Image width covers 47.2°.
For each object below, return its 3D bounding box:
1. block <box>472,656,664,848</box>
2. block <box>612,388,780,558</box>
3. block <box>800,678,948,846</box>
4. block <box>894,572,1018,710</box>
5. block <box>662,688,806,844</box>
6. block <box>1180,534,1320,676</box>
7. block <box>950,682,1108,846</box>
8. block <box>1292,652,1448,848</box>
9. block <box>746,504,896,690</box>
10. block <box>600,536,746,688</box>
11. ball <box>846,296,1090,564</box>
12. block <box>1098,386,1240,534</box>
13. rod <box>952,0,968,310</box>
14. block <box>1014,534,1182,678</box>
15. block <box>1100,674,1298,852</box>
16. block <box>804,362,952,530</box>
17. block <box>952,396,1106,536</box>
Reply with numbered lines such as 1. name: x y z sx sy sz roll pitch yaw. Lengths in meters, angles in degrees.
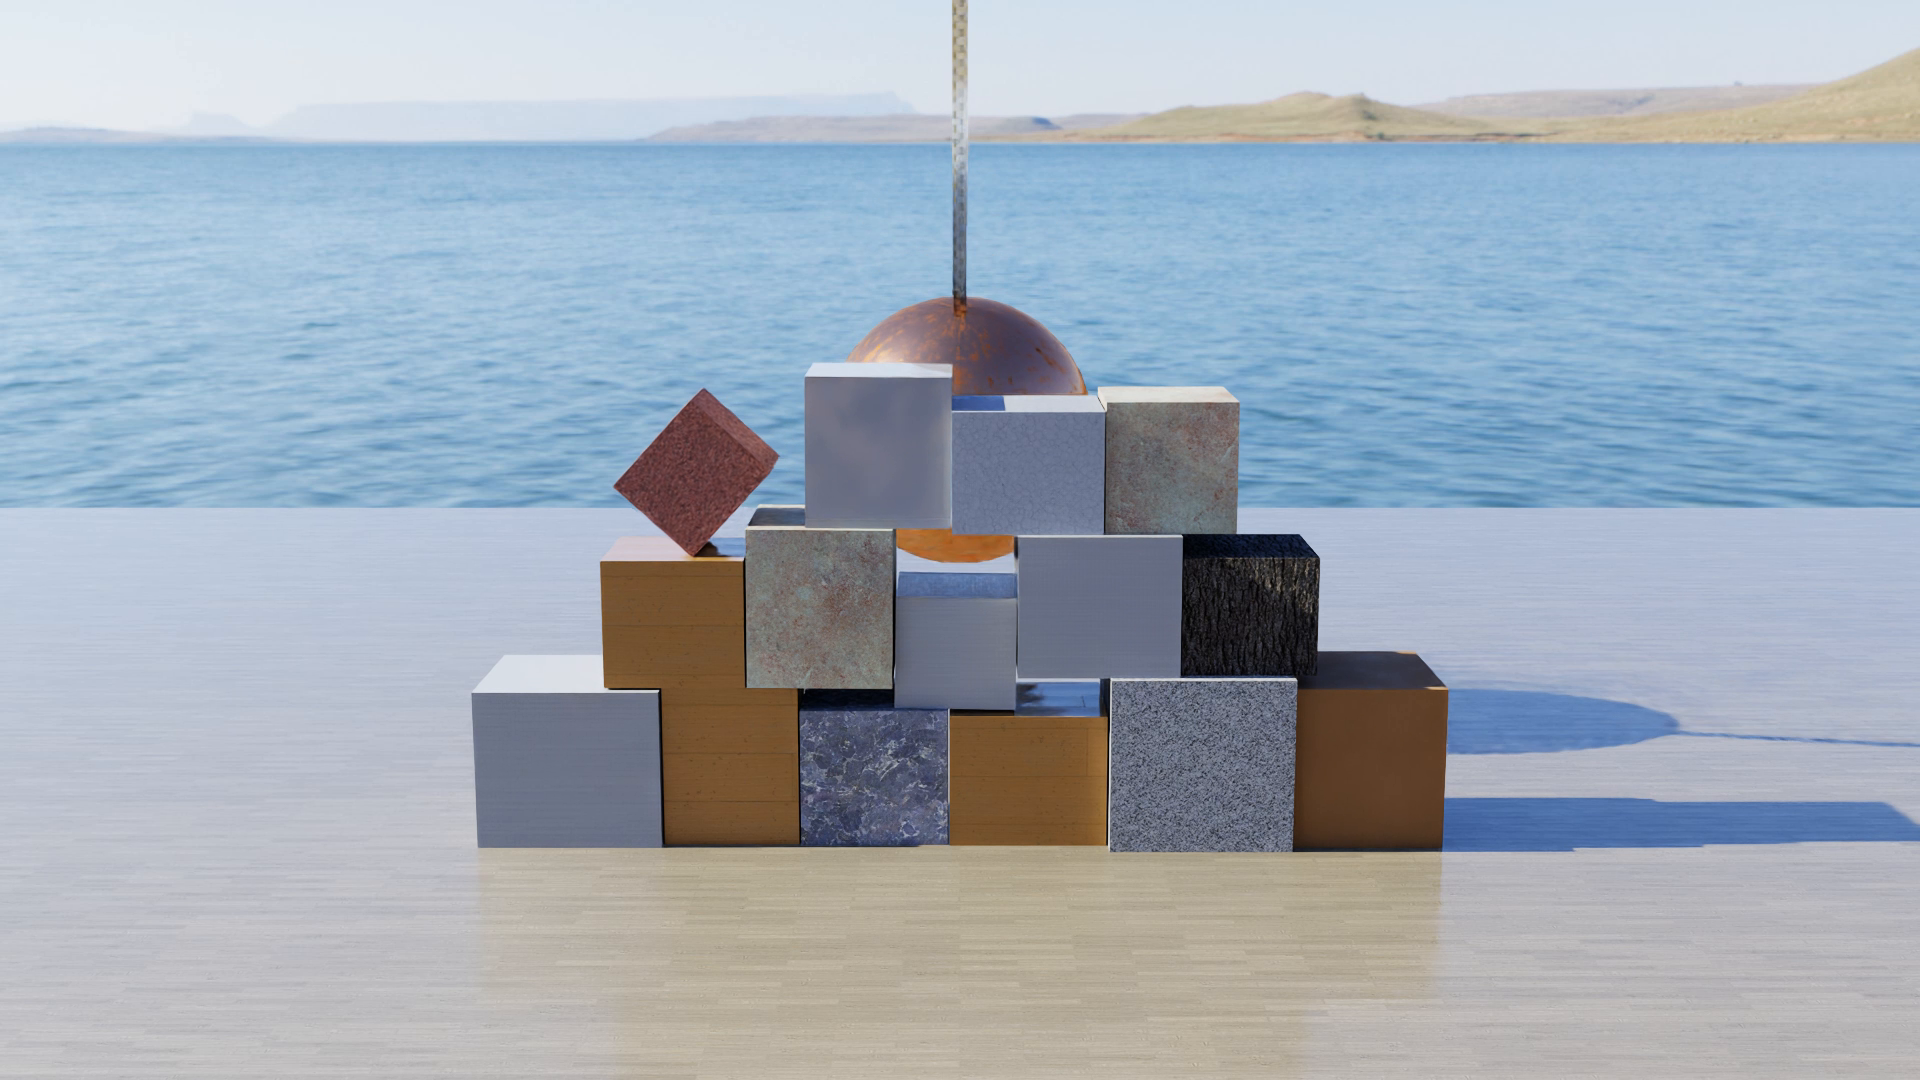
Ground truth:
1. block: -1.962 1.080 11.380 0.925 0.803 0.809 0 10 0
2. block: -1.325 -0.351 11.135 0.527 0.585 0.563 42 8 -7
3. block: -0.432 1.136 11.372 0.738 0.696 0.682 0 10 0
4. block: -0.021 0.509 11.285 0.604 0.571 0.639 1 10 0
5. block: -1.150 1.075 11.374 0.678 0.815 0.689 0 10 0
6. block: 1.438 0.322 11.221 0.675 0.594 0.678 0 10 0
7. block: 0.342 1.147 11.384 0.790 0.669 0.722 0 10 0
8. block: 2.048 1.070 11.388 0.753 0.820 0.832 0 10 0
9. block: -0.696 0.277 11.249 0.724 0.800 0.758 0 10 0
10. block: -1.423 0.359 11.234 0.704 0.644 0.684 0 10 0
11. ball: 0.000 -0.657 13.169 1.600 1.600 1.600 0 10 0
12. block: 1.041 -0.412 11.125 0.650 0.654 0.686 0 10 0
13. rod: 0.000 -3.586 11.442 0.080 5.200 0.080 0 31 0
14. block: 0.688 0.259 11.243 0.804 0.709 0.861 0 10 0
15. block: 1.204 1.045 11.357 0.915 0.879 0.916 0 10 0
16. block: -0.401 -0.484 11.112 0.719 0.752 0.664 0 10 0
17. block: 0.334 -0.387 11.114 0.748 0.609 0.710 0 10 0
